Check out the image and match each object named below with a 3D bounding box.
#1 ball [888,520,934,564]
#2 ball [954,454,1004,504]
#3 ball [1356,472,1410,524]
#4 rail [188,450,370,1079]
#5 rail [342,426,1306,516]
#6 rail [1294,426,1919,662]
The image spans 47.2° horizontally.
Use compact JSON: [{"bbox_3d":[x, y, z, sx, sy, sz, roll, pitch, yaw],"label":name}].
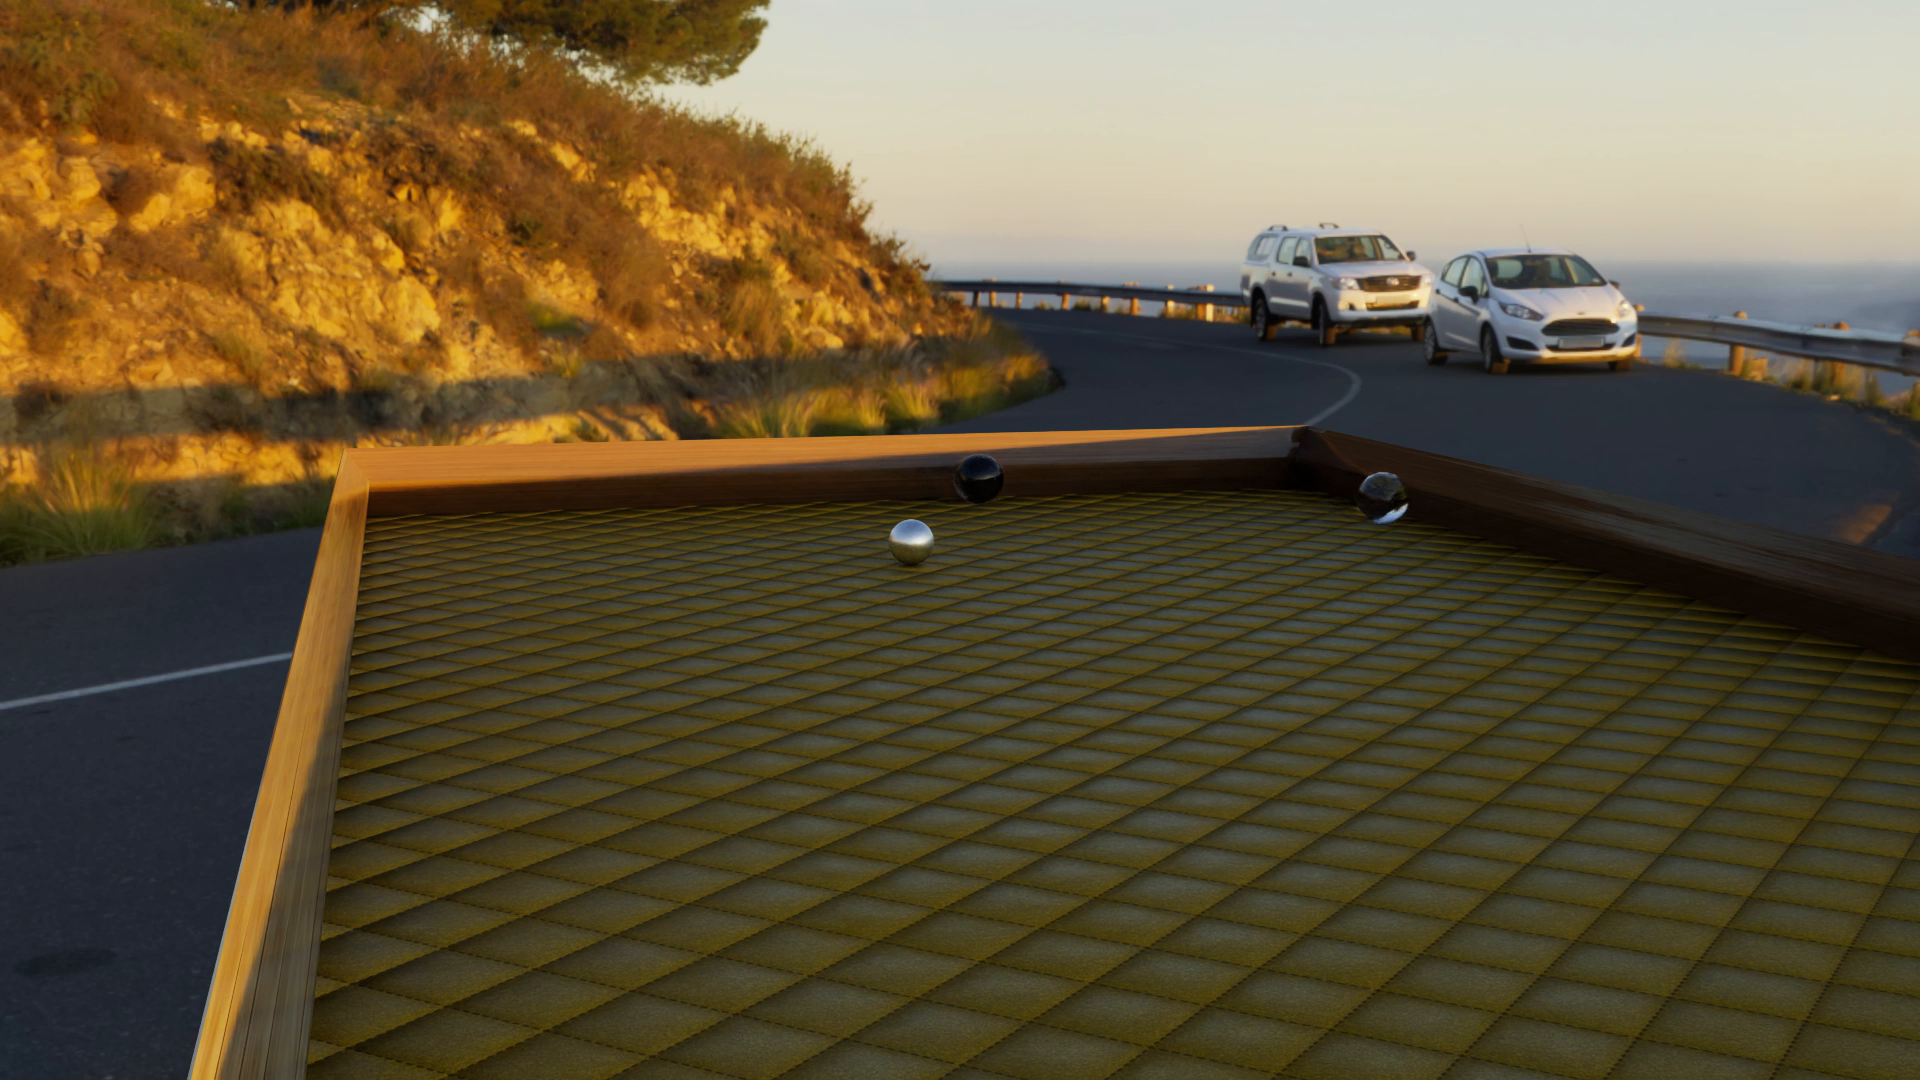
[{"bbox_3d":[-0.076,0.003,3.427,0.071,0.071,0.071,0,8,0],"label":"ball"},{"bbox_3d":[0.035,-0.117,4.187,0.095,0.095,0.095,0,8,0],"label":"ball"},{"bbox_3d":[0.750,-0.075,3.896,0.093,0.093,0.093,0,8,0],"label":"ball"},{"bbox_3d":[-0.679,0.127,2.367,0.045,0.123,3.401,-2,8,-14],"label":"rail"},{"bbox_3d":[-0.203,-0.134,4.199,1.877,0.123,0.045,-2,8,-14],"label":"rail"},{"bbox_3d":[1.096,0.064,2.812,0.045,0.123,3.401,-2,8,-14],"label":"rail"}]
